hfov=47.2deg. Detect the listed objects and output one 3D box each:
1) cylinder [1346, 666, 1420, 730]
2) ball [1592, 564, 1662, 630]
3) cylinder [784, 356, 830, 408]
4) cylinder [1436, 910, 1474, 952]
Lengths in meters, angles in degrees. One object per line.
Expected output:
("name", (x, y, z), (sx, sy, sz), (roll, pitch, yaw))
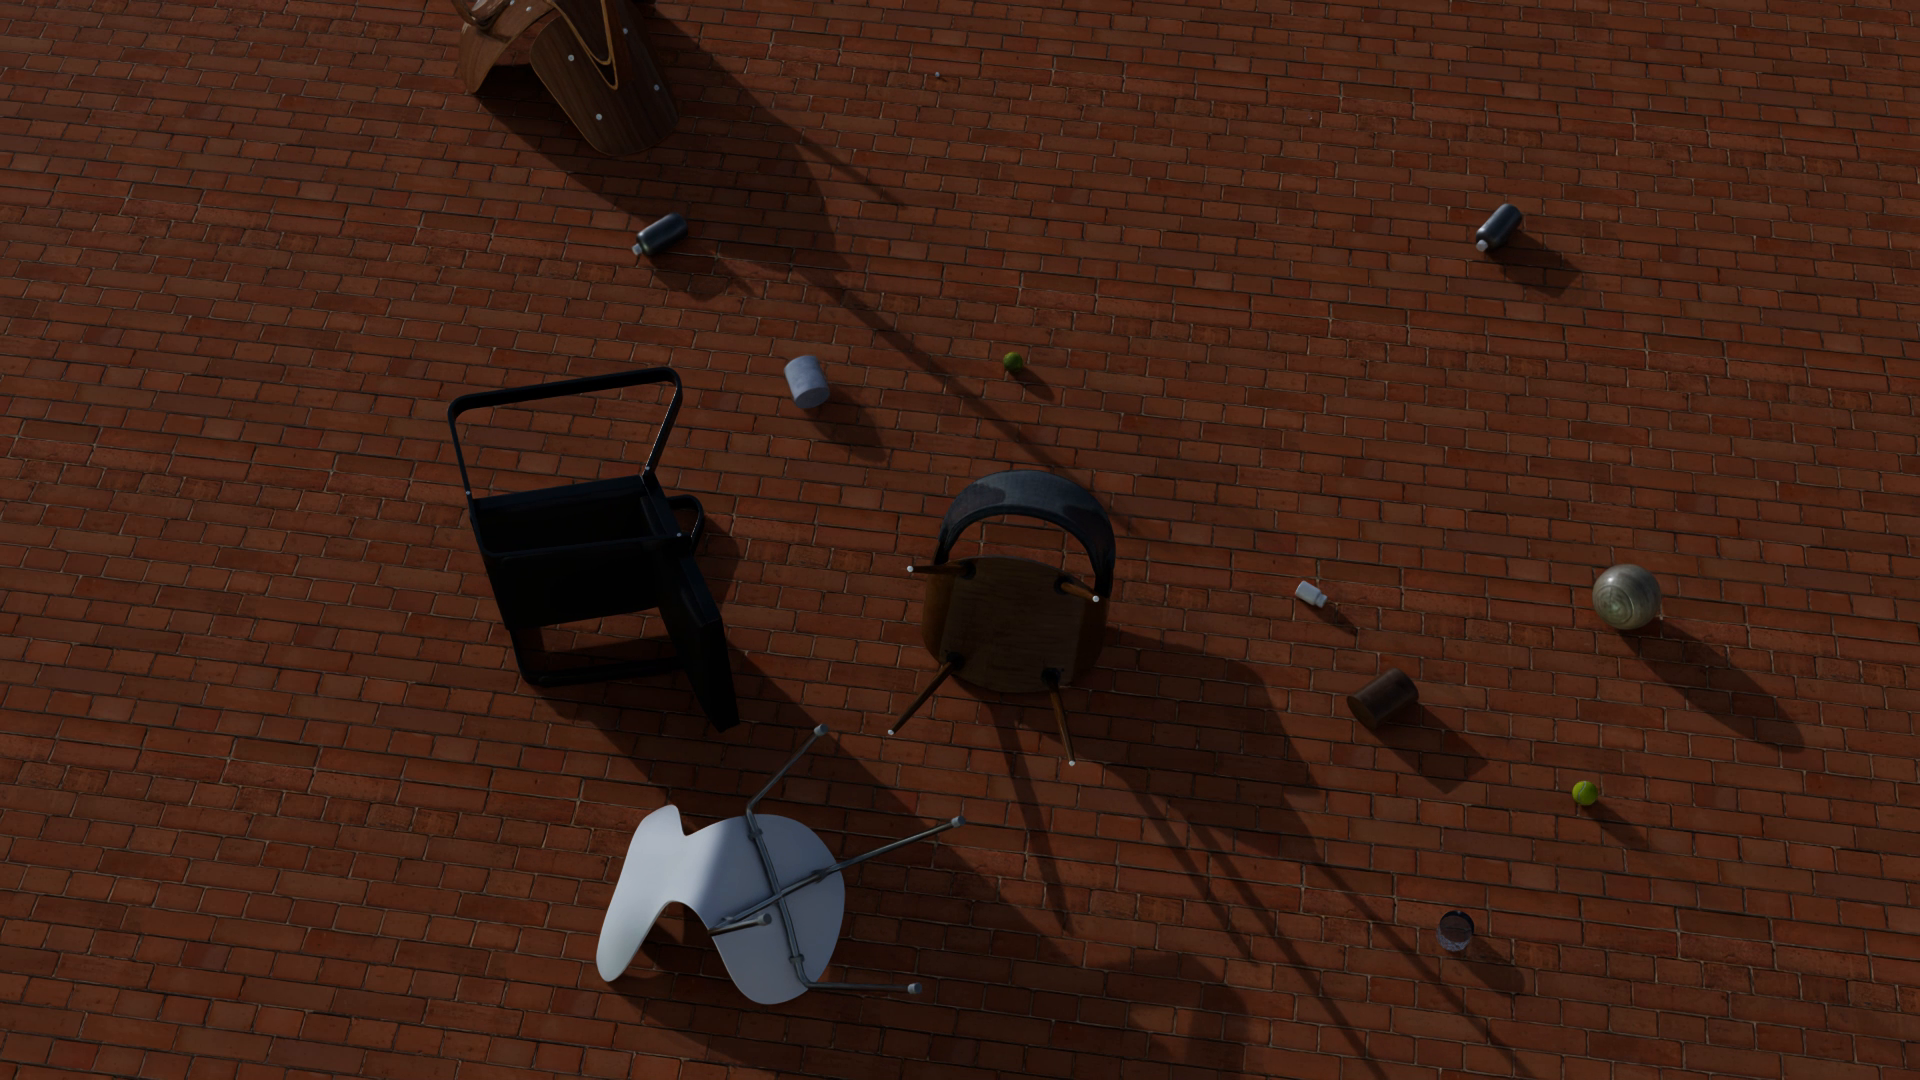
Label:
("cylinder", (1.195, 0.447, 6.217), (0.162, 0.094, 0.123), (-31, 57, -19))
("ball", (1.925, 0.164, 6.348), (0.193, 0.193, 0.193), (0, 56, 0))
("cylinder", (-0.476, -0.492, 6.848), (0.115, 0.092, 0.133), (-22, 58, 2))
("cylinder", (1.315, 1.039, 5.842), (0.090, 0.057, 0.094), (38, 64, 23))
